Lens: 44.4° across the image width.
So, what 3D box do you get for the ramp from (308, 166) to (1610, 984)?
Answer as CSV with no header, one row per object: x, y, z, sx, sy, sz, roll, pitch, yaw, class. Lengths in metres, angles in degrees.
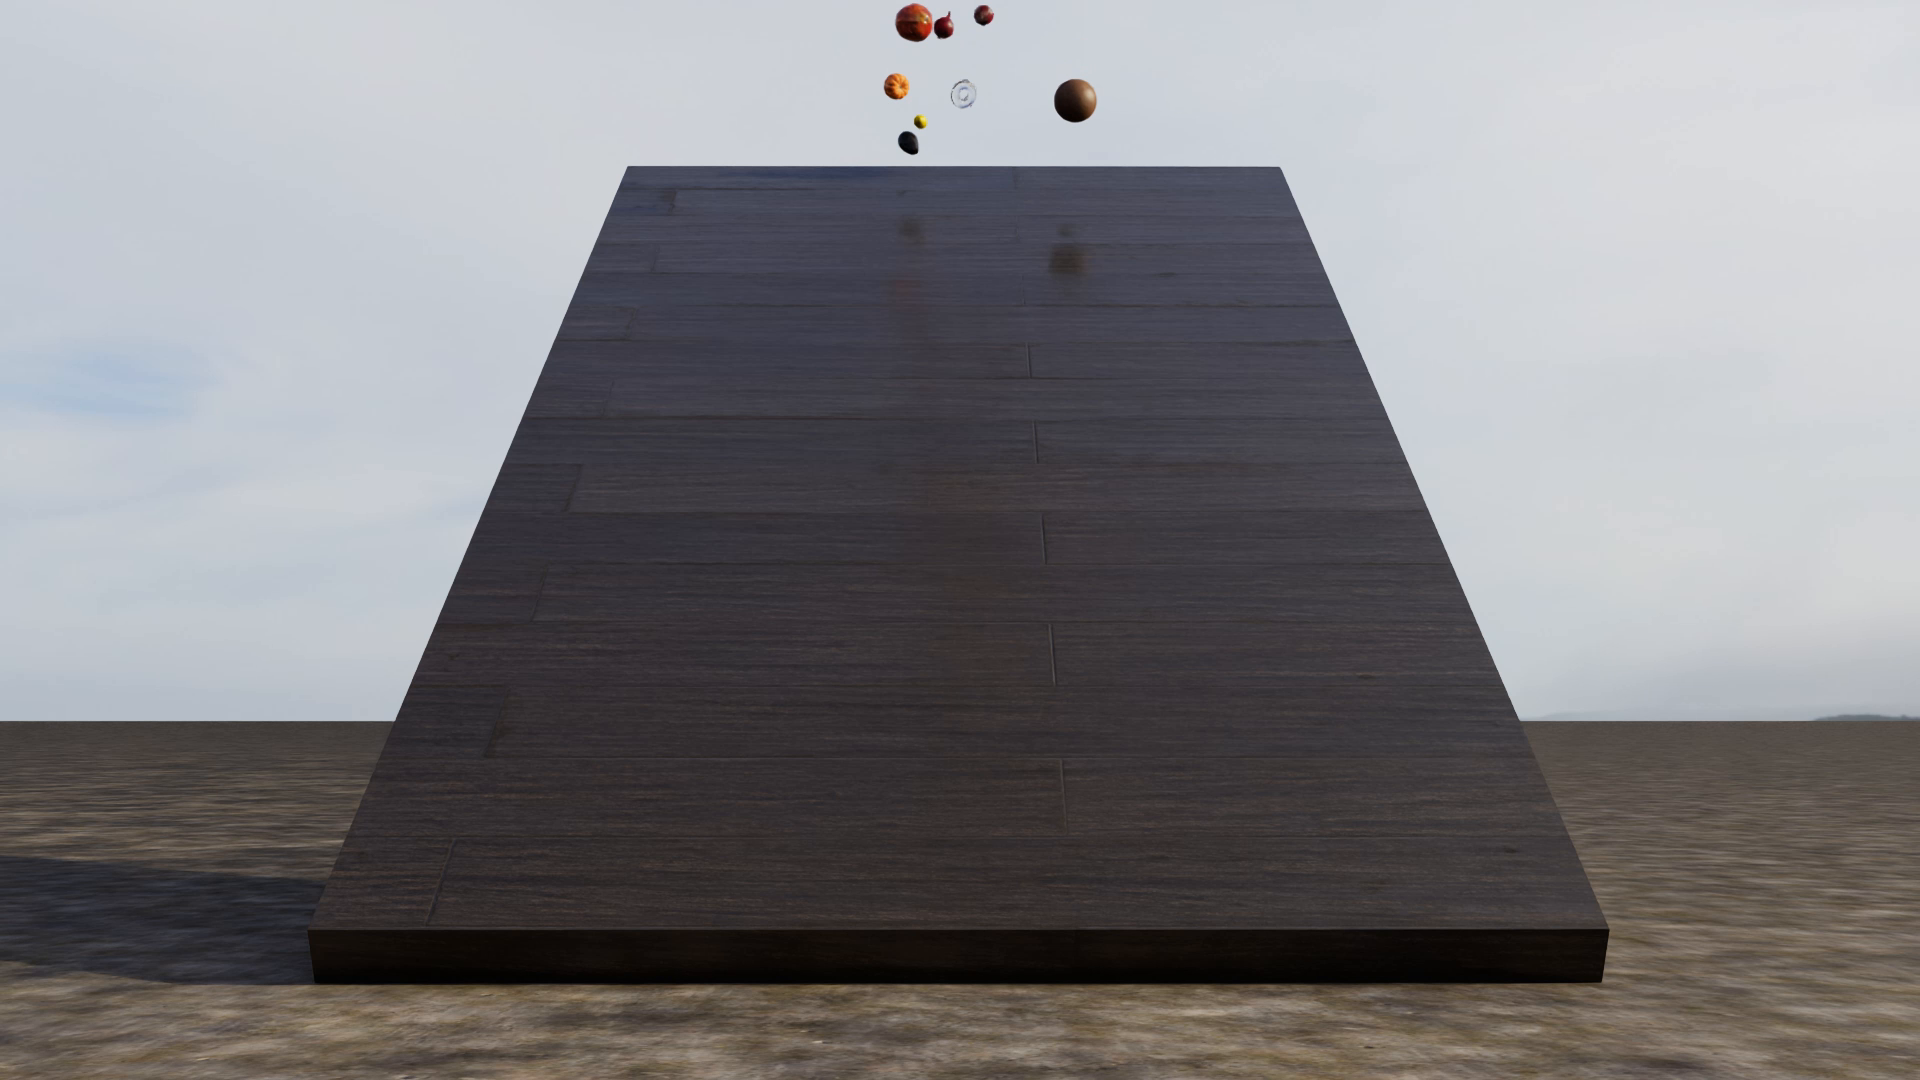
-0.010,-0.229,5.436,2.000,0.100,4.000,0,26,0,ramp

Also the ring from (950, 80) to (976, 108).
0.010,-1.270,6.708,0.082,0.082,0.027,3,24,-35,ring
